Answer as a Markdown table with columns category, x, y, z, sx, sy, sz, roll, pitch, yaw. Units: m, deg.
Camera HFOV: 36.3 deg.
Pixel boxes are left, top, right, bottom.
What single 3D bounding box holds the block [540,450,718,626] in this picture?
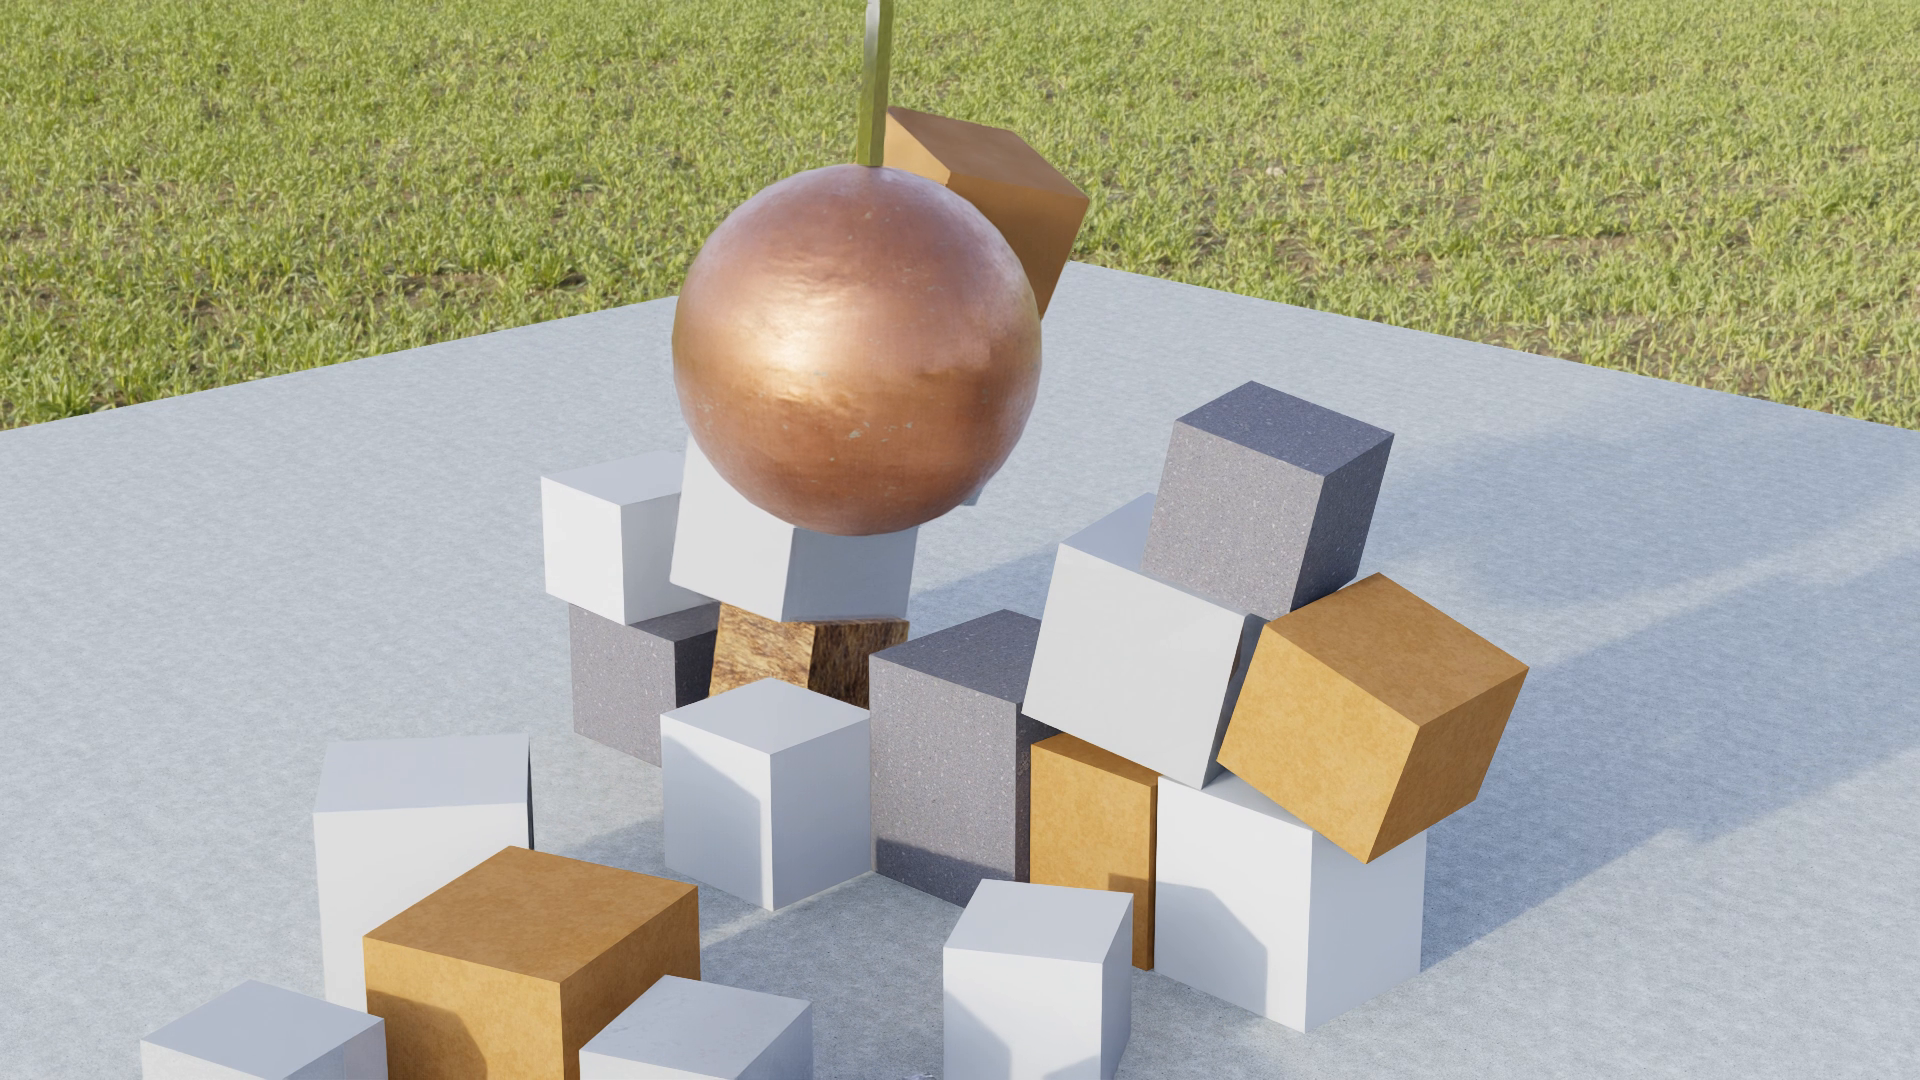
| category | x | y | z | sx | sy | sz | roll | pitch | yaw |
| --- | --- | --- | --- | --- | --- | --- | --- | --- | --- |
| block | -1.620 | -0.024 | 15.040 | 0.764 | 0.624 | 0.698 | -15 | 23 | -39 |

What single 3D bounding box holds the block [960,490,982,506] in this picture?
| category | x | y | z | sx | sy | sz | roll | pitch | yaw |
| --- | --- | --- | --- | --- | --- | --- | --- | --- | --- |
| block | -0.201 | -0.643 | 13.903 | 0.630 | 0.754 | 0.602 | 1 | 30 | -42 |

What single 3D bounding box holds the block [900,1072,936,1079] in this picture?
| category | x | y | z | sx | sy | sz | roll | pitch | yaw |
| --- | --- | --- | --- | --- | --- | --- | --- | --- | --- |
| block | -0.253 | 2.277 | 10.167 | 0.601 | 0.558 | 0.552 | -9 | 19 | -26 |

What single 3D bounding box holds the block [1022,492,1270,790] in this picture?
| category | x | y | z | sx | sy | sz | roll | pitch | yaw |
| --- | --- | --- | --- | --- | --- | --- | --- | --- | --- |
| block | 0.906 | 0.411 | 12.451 | 0.857 | 0.804 | 0.841 | 22 | 25 | 23 |

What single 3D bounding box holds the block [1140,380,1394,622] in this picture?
| category | x | y | z | sx | sy | sz | roll | pitch | yaw |
| --- | --- | --- | --- | --- | --- | --- | --- | --- | --- |
| block | 1.268 | -0.163 | 12.073 | 0.669 | 0.662 | 0.745 | 22 | 25 | 23 |

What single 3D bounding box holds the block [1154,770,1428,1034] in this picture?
| category | x | y | z | sx | sy | sz | roll | pitch | yaw |
| --- | --- | --- | --- | --- | --- | --- | --- | --- | --- |
| block | 1.391 | 1.417 | 12.351 | 0.779 | 0.890 | 0.816 | -17 | 24 | -42 |

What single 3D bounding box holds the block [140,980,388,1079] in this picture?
| category | x | y | z | sx | sy | sz | roll | pitch | yaw |
| --- | --- | --- | --- | --- | --- | --- | --- | --- | --- |
| block | -2.491 | 2.077 | 10.582 | 0.642 | 0.691 | 0.561 | 10 | 20 | 29 |

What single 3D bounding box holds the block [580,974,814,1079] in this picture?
| category | x | y | z | sx | sy | sz | roll | pitch | yaw |
| --- | --- | --- | --- | --- | --- | --- | --- | --- | --- |
| block | -0.944 | 2.067 | 10.654 | 0.605 | 0.668 | 0.654 | 7 | 19 | 21 |

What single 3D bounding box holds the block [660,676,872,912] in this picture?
| category | x | y | z | sx | sy | sz | roll | pitch | yaw |
| --- | --- | --- | --- | --- | --- | --- | --- | --- | --- |
| block | -0.863 | 1.150 | 13.435 | 0.724 | 0.751 | 0.684 | 16 | 23 | 41 |

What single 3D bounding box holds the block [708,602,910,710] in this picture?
| category | x | y | z | sx | sy | sz | roll | pitch | yaw |
| --- | --- | --- | --- | --- | --- | --- | --- | --- | --- |
| block | -0.766 | 0.729 | 14.496 | 0.677 | 0.806 | 0.641 | 17 | 12 | 42 |

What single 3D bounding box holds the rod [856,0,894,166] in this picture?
| category | x | y | z | sx | sy | sz | roll | pitch | yaw |
| --- | --- | --- | --- | --- | --- | --- | --- | --- | --- |
| rod | -0.192 | -4.116 | 11.847 | 0.080 | 5.200 | 0.080 | 17 | 18 | 42 |

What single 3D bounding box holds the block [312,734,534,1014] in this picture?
| category | x | y | z | sx | sy | sz | roll | pitch | yaw |
| --- | --- | --- | --- | --- | --- | --- | --- | --- | --- |
| block | -2.233 | 1.401 | 12.372 | 0.853 | 0.909 | 0.786 | -2 | 18 | -7 |

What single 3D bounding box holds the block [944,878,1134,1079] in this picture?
| category | x | y | z | sx | sy | sz | roll | pitch | yaw |
| --- | --- | --- | --- | --- | --- | --- | --- | --- | --- |
| block | 0.315 | 1.790 | 11.604 | 0.621 | 0.627 | 0.663 | 4 | 18 | 13 |

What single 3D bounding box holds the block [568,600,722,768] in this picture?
| category | x | y | z | sx | sy | sz | roll | pitch | yaw |
| --- | --- | --- | --- | --- | --- | --- | --- | --- | --- |
| block | -1.440 | 0.670 | 15.043 | 0.839 | 0.702 | 0.743 | 17 | 24 | 42 |

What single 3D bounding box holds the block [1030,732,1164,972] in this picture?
| category | x | y | z | sx | sy | sz | roll | pitch | yaw |
| --- | --- | --- | --- | --- | --- | --- | --- | --- | --- |
| block | 0.837 | 1.276 | 12.873 | 0.809 | 0.845 | 0.689 | -17 | 24 | -42 |

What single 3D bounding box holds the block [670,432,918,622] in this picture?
| category | x | y | z | sx | sy | sz | roll | pitch | yaw |
| --- | --- | --- | --- | --- | --- | --- | --- | --- | --- |
| block | -0.798 | -0.092 | 14.465 | 0.813 | 0.798 | 0.865 | -1 | 13 | -44 |

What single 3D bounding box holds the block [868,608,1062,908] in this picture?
| category | x | y | z | sx | sy | sz | roll | pitch | yaw |
| --- | --- | --- | --- | --- | --- | --- | --- | --- | --- |
| block | 0.225 | 1.017 | 13.349 | 0.904 | 1.055 | 0.890 | 16 | 24 | 42 |

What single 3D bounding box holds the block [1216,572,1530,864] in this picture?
| category | x | y | z | sx | sy | sz | roll | pitch | yaw |
| --- | --- | --- | --- | --- | --- | --- | --- | --- | --- |
| block | 1.670 | 0.706 | 11.875 | 0.770 | 0.677 | 0.826 | 34 | 35 | 29 |

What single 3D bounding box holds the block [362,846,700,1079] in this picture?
| category | x | y | z | sx | sy | sz | roll | pitch | yaw |
| --- | --- | --- | --- | --- | --- | --- | --- | --- | --- |
| block | -1.622 | 1.797 | 11.270 | 0.880 | 0.814 | 0.953 | 9 | 19 | 25 |

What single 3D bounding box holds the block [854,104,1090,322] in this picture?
| category | x | y | z | sx | sy | sz | roll | pitch | yaw |
| --- | --- | --- | --- | --- | --- | --- | --- | --- | --- |
| block | -0.038 | -1.450 | 13.786 | 0.777 | 0.835 | 0.801 | 7 | 27 | -33 |

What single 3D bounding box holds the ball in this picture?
| category | x | y | z | sx | sy | sz | roll | pitch | yaw |
| --- | --- | --- | --- | --- | --- | --- | --- | --- | --- |
| ball | -0.442 | -0.815 | 12.622 | 1.600 | 1.600 | 1.600 | 0 | 17 | 0 |
